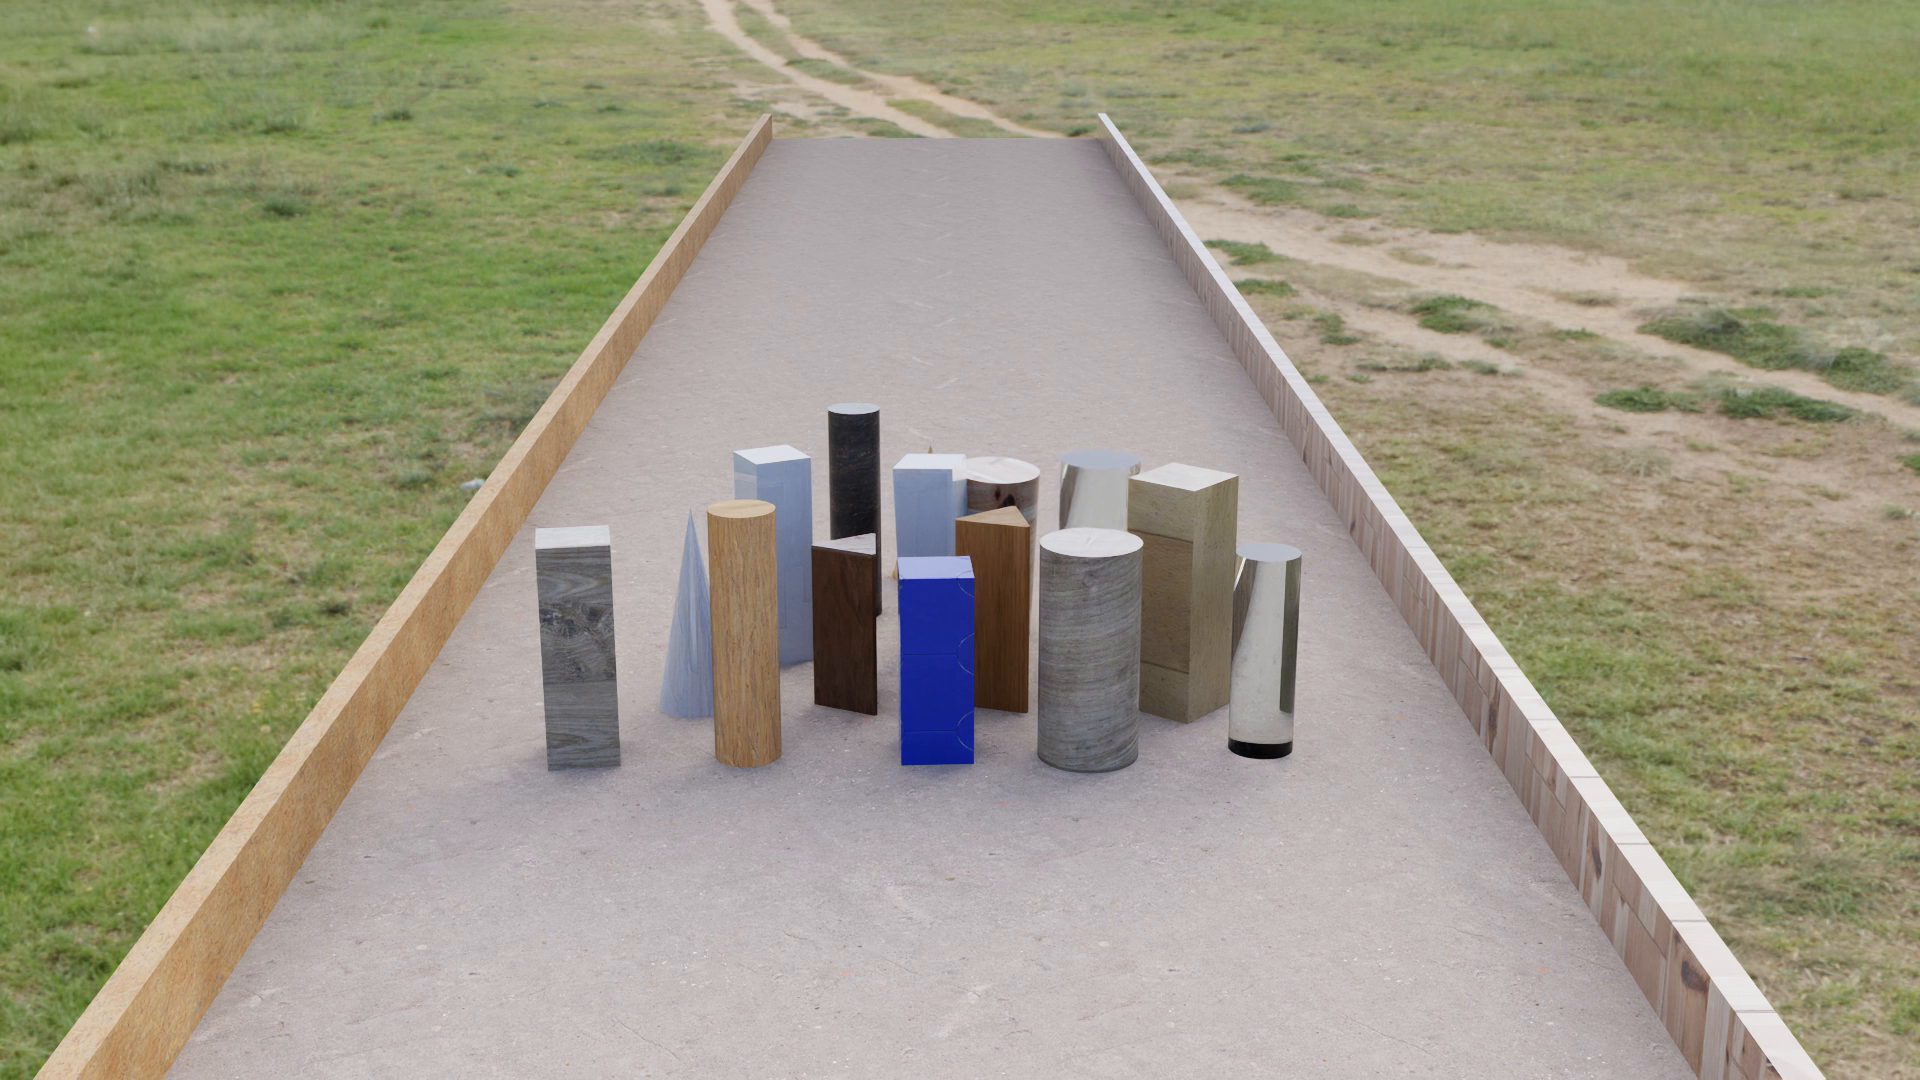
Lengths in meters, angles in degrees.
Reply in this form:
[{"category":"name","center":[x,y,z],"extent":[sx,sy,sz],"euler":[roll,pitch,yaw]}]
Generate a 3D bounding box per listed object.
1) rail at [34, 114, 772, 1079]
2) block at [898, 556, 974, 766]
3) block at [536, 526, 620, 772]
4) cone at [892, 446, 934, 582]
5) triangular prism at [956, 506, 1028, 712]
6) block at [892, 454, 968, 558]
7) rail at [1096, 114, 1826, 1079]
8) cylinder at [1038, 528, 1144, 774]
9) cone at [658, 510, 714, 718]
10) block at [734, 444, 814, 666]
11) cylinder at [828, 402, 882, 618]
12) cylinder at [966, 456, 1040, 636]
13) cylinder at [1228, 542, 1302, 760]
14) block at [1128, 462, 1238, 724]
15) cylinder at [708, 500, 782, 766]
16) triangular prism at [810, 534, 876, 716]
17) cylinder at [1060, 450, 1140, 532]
[{"category":"rail","center":[-1.118,-0.838,7.780],"extent":[0.050,0.150,12.000],"euler":[0,17,-1]},{"category":"block","center":[-0.043,0.214,3.902],"extent":[0.129,0.345,0.129],"euler":[-1,17,-3]},{"category":"block","center":[-0.672,0.190,3.874],"extent":[0.127,0.407,0.127],"euler":[-3,17,-10]},{"category":"cone","center":[-0.065,-0.067,4.916],"extent":[0.175,0.305,0.175],"euler":[0,17,0]},{"category":"triangular prism","center":[0.080,0.127,4.160],"extent":[0.143,0.365,0.124],"euler":[6,18,19]},{"category":"block","center":[-0.052,0.036,4.395],"extent":[0.120,0.399,0.120],"euler":[1,16,13]},{"category":"rail","center":[0.932,-0.844,7.801],"extent":[0.050,0.150,12.000],"euler":[0,17,-1]},{"category":"cylinder","center":[0.229,0.193,3.881],"extent":[0.180,0.396,0.180],"euler":[0,17,0]},{"category":"cone","center":[-0.499,0.125,4.125],"extent":[0.149,0.389,0.149],"euler":[0,17,0]},{"category":"block","center":[-0.369,0.033,4.379],"extent":[0.116,0.420,0.116],"euler":[-9,19,-27]},{"category":"cylinder","center":[-0.221,-0.060,4.643],"extent":[0.109,0.448,0.109],"euler":[0,17,0]},{"category":"cylinder","center":[0.067,0.022,4.519],"extent":[0.176,0.350,0.176],"euler":[2,20,-1]},{"category":"cylinder","center":[0.542,0.198,3.916],"extent":[0.116,0.368,0.116],"euler":[0,17,0]},{"category":"block","center":[0.412,0.098,4.112],"extent":[0.146,0.448,0.146],"euler":[13,21,38]},{"category":"cylinder","center":[-0.378,0.165,3.871],"extent":[0.118,0.457,0.118],"euler":[0,17,0]},{"category":"triangular prism","center":[-0.191,0.154,4.157],"extent":[0.135,0.316,0.117],"euler":[8,19,26]},{"category":"cylinder","center":[0.273,0.043,4.348],"extent":[0.157,0.417,0.157],"euler":[0,16,0]}]
